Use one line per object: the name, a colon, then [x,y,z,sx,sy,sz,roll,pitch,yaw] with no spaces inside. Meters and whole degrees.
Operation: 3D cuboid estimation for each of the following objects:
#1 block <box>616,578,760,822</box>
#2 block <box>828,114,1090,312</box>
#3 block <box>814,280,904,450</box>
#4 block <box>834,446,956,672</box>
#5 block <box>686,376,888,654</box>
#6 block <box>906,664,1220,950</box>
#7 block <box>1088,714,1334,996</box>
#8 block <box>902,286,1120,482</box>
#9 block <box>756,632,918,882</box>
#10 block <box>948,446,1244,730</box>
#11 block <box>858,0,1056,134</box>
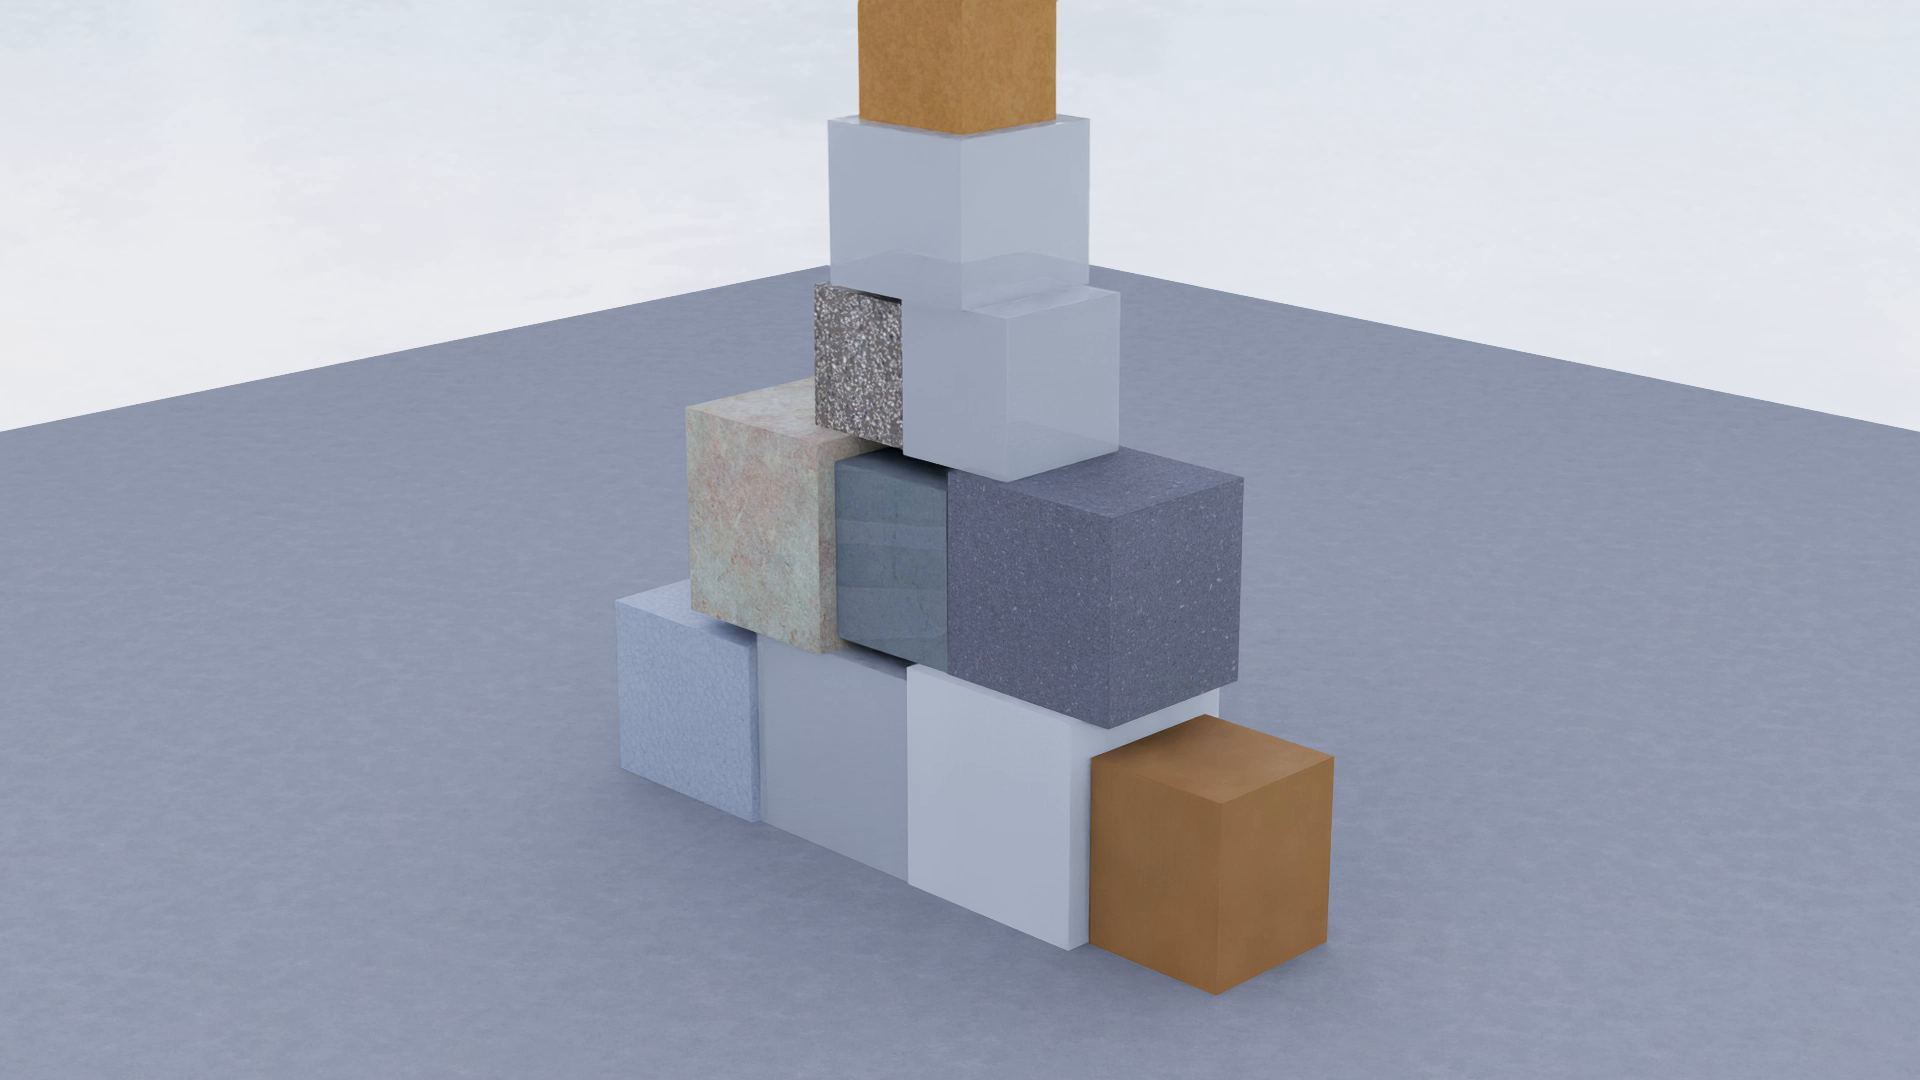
block: [-0.977,0.714,14.594,1.047,0.887,0.997,-17,24,-42]
block: [-0.004,-1.485,12.885,0.798,0.732,0.821,-17,23,-42]
block: [-0.217,-0.839,13.325,0.624,0.656,0.631,-17,24,-42]
block: [-0.027,0.032,13.361,0.804,0.835,0.716,-17,23,-42]
block: [-0.601,-0.157,13.917,1.024,1.001,0.916,-17,24,-42]
block: [0.460,1.069,13.194,0.973,1.049,0.996,-17,24,-42]
block: [1.079,1.339,12.639,0.744,0.866,0.723,-17,24,-42]
block: [0.224,-0.729,12.877,0.714,0.714,0.634,-17,23,-42]
block: [-0.247,0.884,13.904,0.982,0.977,1.020,-17,24,-42]
block: [0.584,0.163,12.781,0.845,0.929,0.955,-17,24,-42]
block: [-0.013,-2.131,12.681,0.577,0.622,0.636,-17,23,-42]
